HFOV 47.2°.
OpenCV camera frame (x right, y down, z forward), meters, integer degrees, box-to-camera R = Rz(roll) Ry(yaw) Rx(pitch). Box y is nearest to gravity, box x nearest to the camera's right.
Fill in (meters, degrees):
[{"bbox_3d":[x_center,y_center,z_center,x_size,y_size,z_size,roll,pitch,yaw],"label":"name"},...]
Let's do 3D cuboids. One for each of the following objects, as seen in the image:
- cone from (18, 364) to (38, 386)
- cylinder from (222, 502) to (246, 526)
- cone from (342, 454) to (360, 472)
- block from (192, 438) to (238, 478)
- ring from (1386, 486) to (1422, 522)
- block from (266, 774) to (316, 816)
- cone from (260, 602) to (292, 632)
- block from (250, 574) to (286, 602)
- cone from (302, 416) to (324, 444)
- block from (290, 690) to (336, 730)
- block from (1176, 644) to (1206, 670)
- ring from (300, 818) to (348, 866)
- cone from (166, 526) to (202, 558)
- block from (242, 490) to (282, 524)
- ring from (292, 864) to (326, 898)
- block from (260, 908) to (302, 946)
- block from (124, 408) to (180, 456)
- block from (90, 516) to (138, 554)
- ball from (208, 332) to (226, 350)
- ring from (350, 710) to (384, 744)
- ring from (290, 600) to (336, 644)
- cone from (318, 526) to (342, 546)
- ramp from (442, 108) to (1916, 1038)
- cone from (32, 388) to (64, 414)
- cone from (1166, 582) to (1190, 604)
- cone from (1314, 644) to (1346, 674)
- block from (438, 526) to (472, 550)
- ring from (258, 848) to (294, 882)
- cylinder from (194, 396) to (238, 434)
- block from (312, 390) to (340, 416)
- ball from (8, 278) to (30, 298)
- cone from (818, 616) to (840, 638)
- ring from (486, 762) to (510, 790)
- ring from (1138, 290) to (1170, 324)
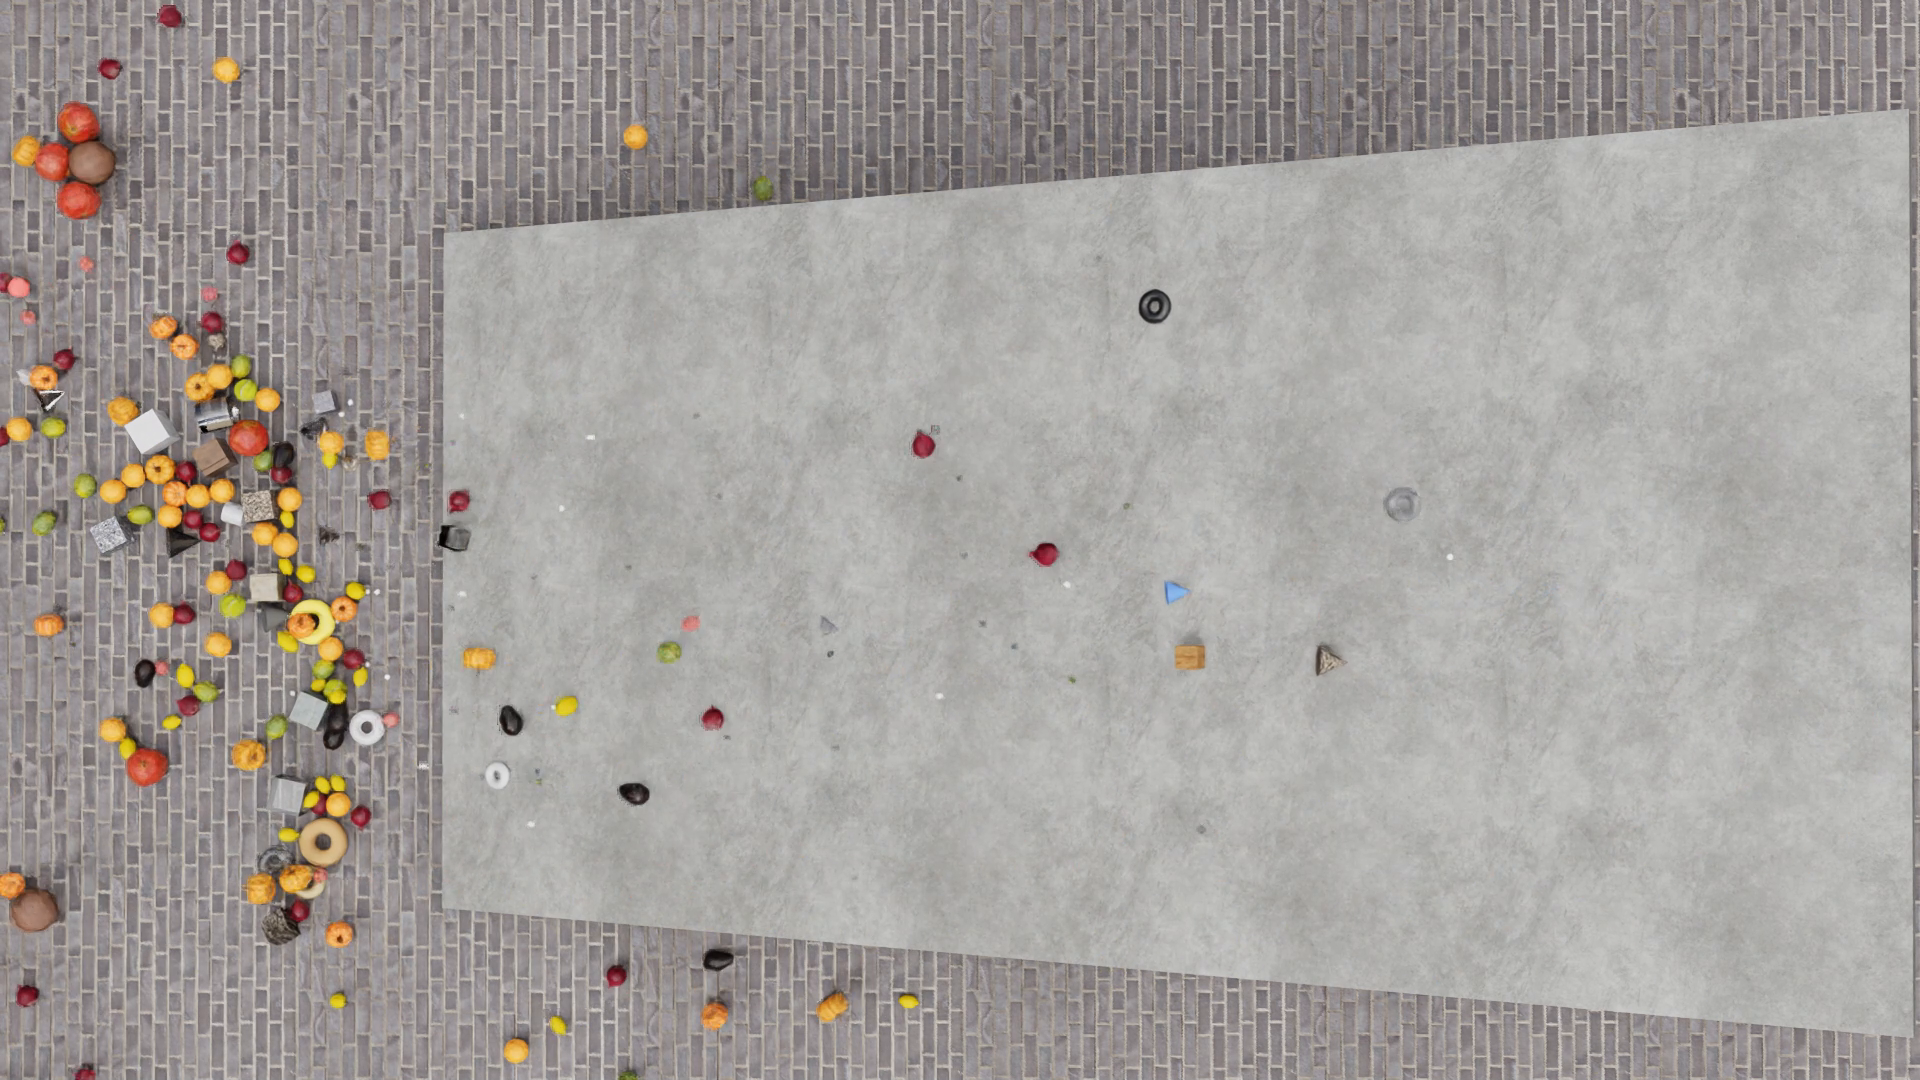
[{"bbox_3d":[-2.802,-0.499,6.578,0.063,0.063,0.063,-1,84,7],"label":"cone"},{"bbox_3d":[-2.167,-0.078,6.578,0.063,0.063,0.063,16,89,0],"label":"cylinder"},{"bbox_3d":[-1.832,-0.232,6.585,0.052,0.052,0.052,0,89,0],"label":"cone"},{"bbox_3d":[-2.226,-0.246,6.569,0.085,0.085,0.085,-30,89,0],"label":"block"},{"bbox_3d":[1.052,-0.084,5.216,0.087,0.029,0.087,0,91,26],"label":"ring"},{"bbox_3d":[-1.993,0.760,6.551,0.098,0.098,0.098,13,89,0],"label":"block"},{"bbox_3d":[-2.036,0.226,6.585,0.095,0.095,0.095,-7,89,-27],"label":"cone"},{"bbox_3d":[-2.066,0.141,6.567,0.081,0.081,0.081,-3,89,0],"label":"block"},{"bbox_3d":[-1.923,-0.344,6.595,0.077,0.077,0.077,23,63,0],"label":"cone"},{"bbox_3d":[-1.931,0.507,6.559,0.088,0.088,0.088,24,89,0],"label":"block"},{"bbox_3d":[0.569,0.290,5.436,0.058,0.058,0.058,0,89,26],"label":"block"},{"bbox_3d":[-1.902,0.903,6.575,0.146,0.049,0.146,0,88,1],"label":"ring"},{"bbox_3d":[-2.321,0.006,6.587,0.097,0.097,0.097,-4,89,-27],"label":"cone"},{"bbox_3d":[-2.084,-0.100,6.567,0.086,0.086,0.086,-9,89,0],"label":"block"},{"bbox_3d":[-1.950,1.022,6.580,0.104,0.035,0.104,0,90,-1],"label":"ring"},{"bbox_3d":[-2.023,1.153,6.547,0.074,0.074,0.074,-32,64,0],"label":"block"},{"bbox_3d":[-2.409,-0.322,6.563,0.097,0.097,0.097,-32,89,0],"label":"block"},{"bbox_3d":[-2.528,-0.015,6.567,0.083,0.083,0.083,-26,89,0],"label":"block"},{"bbox_3d":[-2.225,-0.594,6.588,0.055,0.055,0.055,0,89,0],"label":"ball"},{"bbox_3d":[-1.775,0.561,6.585,0.106,0.035,0.106,0,88,-1],"label":"ring"},{"bbox_3d":[-1.939,0.245,6.583,0.137,0.046,0.137,0,91,0],"label":"ring"},{"bbox_3d":[-1.887,-0.010,6.595,0.061,0.061,0.061,3,89,-27],"label":"cone"},{"bbox_3d":[0.280,0.080,5.671,4.000,0.100,2.000,0,89,26],"label":"ramp"},{"bbox_3d":[-2.724,-0.430,6.595,0.083,0.083,0.083,-26,89,-27],"label":"cone"},{"bbox_3d":[0.544,0.130,5.468,0.060,0.060,0.060,-6,89,0],"label":"cone"},{"bbox_3d":[0.898,0.293,5.286,0.073,0.073,0.073,9,89,-10],"label":"cone"},{"bbox_3d":[-1.484,-0.006,6.461,0.061,0.061,0.061,18,97,26],"label":"block"},{"bbox_3d":[-2.047,0.972,6.580,0.107,0.036,0.107,0,89,0],"label":"ring"},{"bbox_3d":[-2.218,-0.375,6.565,0.095,0.095,0.095,-13,89,0],"label":"cylinder"},{"bbox_3d":[-1.898,-0.411,6.584,0.059,0.059,0.059,-14,89,0],"label":"block"},{"bbox_3d":[-2.812,-0.755,6.572,0.061,0.061,0.061,0,89,0],"label":"ball"},{"bbox_3d":[-0.346,0.239,5.910,0.059,0.059,0.059,9,89,-1],"label":"cone"},{"bbox_3d":[-1.347,0.686,6.404,0.081,0.027,0.081,0,90,26],"label":"ring"},{"bbox_3d":[0.488,-0.584,5.503,0.086,0.029,0.086,-1,89,28],"label":"ring"}]
